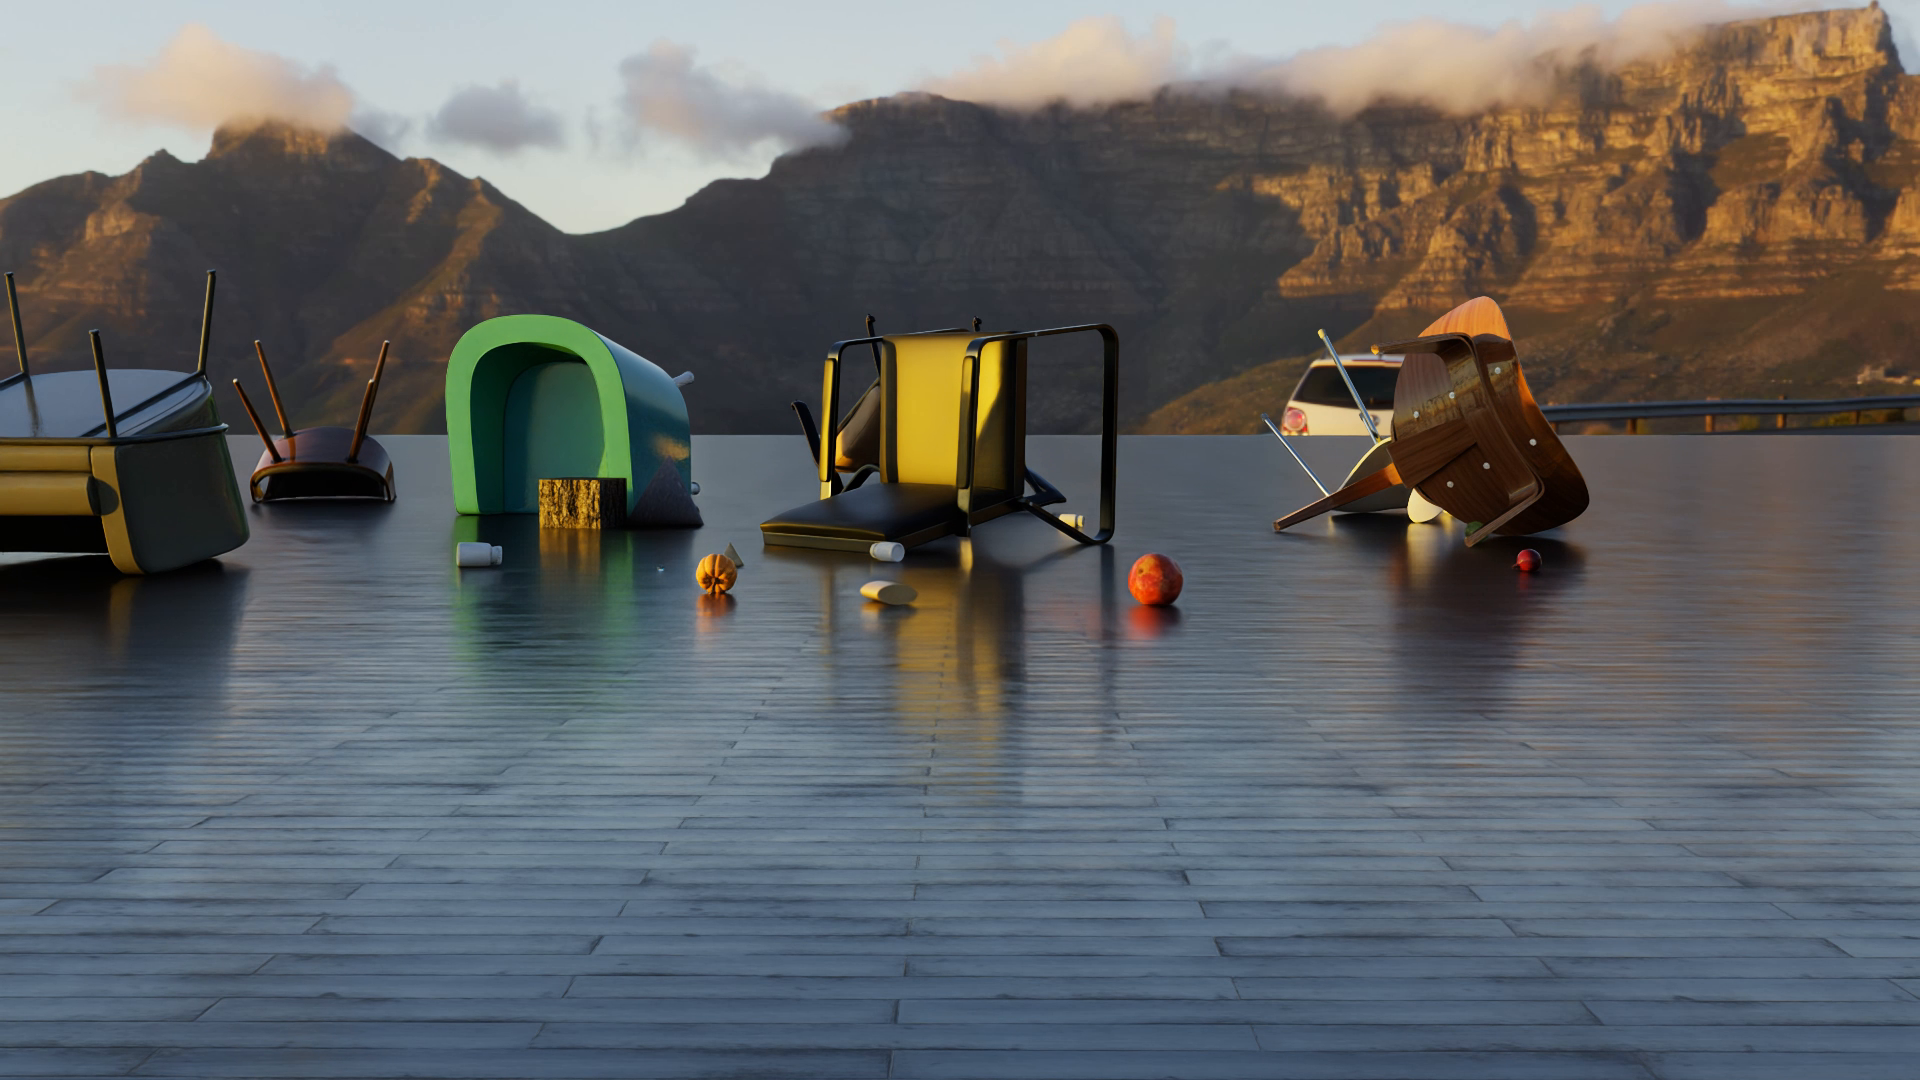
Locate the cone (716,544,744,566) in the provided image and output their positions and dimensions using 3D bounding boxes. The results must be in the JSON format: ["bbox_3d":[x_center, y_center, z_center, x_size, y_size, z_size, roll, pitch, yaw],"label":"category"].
[{"bbox_3d":[-0.586,0.034,5.610,0.074,0.060,0.042,1,4,13],"label":"cone"}]

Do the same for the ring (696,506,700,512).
[{"bbox_3d":[-0.975,-0.103,7.765,0.113,0.039,0.049,-1,1,7],"label":"ring"}]

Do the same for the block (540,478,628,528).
[{"bbox_3d":[-1.235,-0.124,7.214,0.216,0.155,0.204,1,4,16],"label":"block"}]

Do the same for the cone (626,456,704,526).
[{"bbox_3d":[-0.938,-0.108,7.266,0.219,0.273,0.314,32,9,-5],"label":"cone"}]

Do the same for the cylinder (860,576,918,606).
[{"bbox_3d":[-0.149,0.111,4.626,0.091,0.042,0.098,5,13,-28],"label":"cylinder"}]

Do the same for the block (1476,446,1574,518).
[{"bbox_3d":[1.995,-0.208,7.765,0.255,0.146,0.162,28,-2,-11],"label":"block"}]

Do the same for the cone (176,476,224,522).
[{"bbox_3d":[-2.607,-0.099,7.420,0.117,0.208,0.193,-42,-13,10],"label":"cone"}]
